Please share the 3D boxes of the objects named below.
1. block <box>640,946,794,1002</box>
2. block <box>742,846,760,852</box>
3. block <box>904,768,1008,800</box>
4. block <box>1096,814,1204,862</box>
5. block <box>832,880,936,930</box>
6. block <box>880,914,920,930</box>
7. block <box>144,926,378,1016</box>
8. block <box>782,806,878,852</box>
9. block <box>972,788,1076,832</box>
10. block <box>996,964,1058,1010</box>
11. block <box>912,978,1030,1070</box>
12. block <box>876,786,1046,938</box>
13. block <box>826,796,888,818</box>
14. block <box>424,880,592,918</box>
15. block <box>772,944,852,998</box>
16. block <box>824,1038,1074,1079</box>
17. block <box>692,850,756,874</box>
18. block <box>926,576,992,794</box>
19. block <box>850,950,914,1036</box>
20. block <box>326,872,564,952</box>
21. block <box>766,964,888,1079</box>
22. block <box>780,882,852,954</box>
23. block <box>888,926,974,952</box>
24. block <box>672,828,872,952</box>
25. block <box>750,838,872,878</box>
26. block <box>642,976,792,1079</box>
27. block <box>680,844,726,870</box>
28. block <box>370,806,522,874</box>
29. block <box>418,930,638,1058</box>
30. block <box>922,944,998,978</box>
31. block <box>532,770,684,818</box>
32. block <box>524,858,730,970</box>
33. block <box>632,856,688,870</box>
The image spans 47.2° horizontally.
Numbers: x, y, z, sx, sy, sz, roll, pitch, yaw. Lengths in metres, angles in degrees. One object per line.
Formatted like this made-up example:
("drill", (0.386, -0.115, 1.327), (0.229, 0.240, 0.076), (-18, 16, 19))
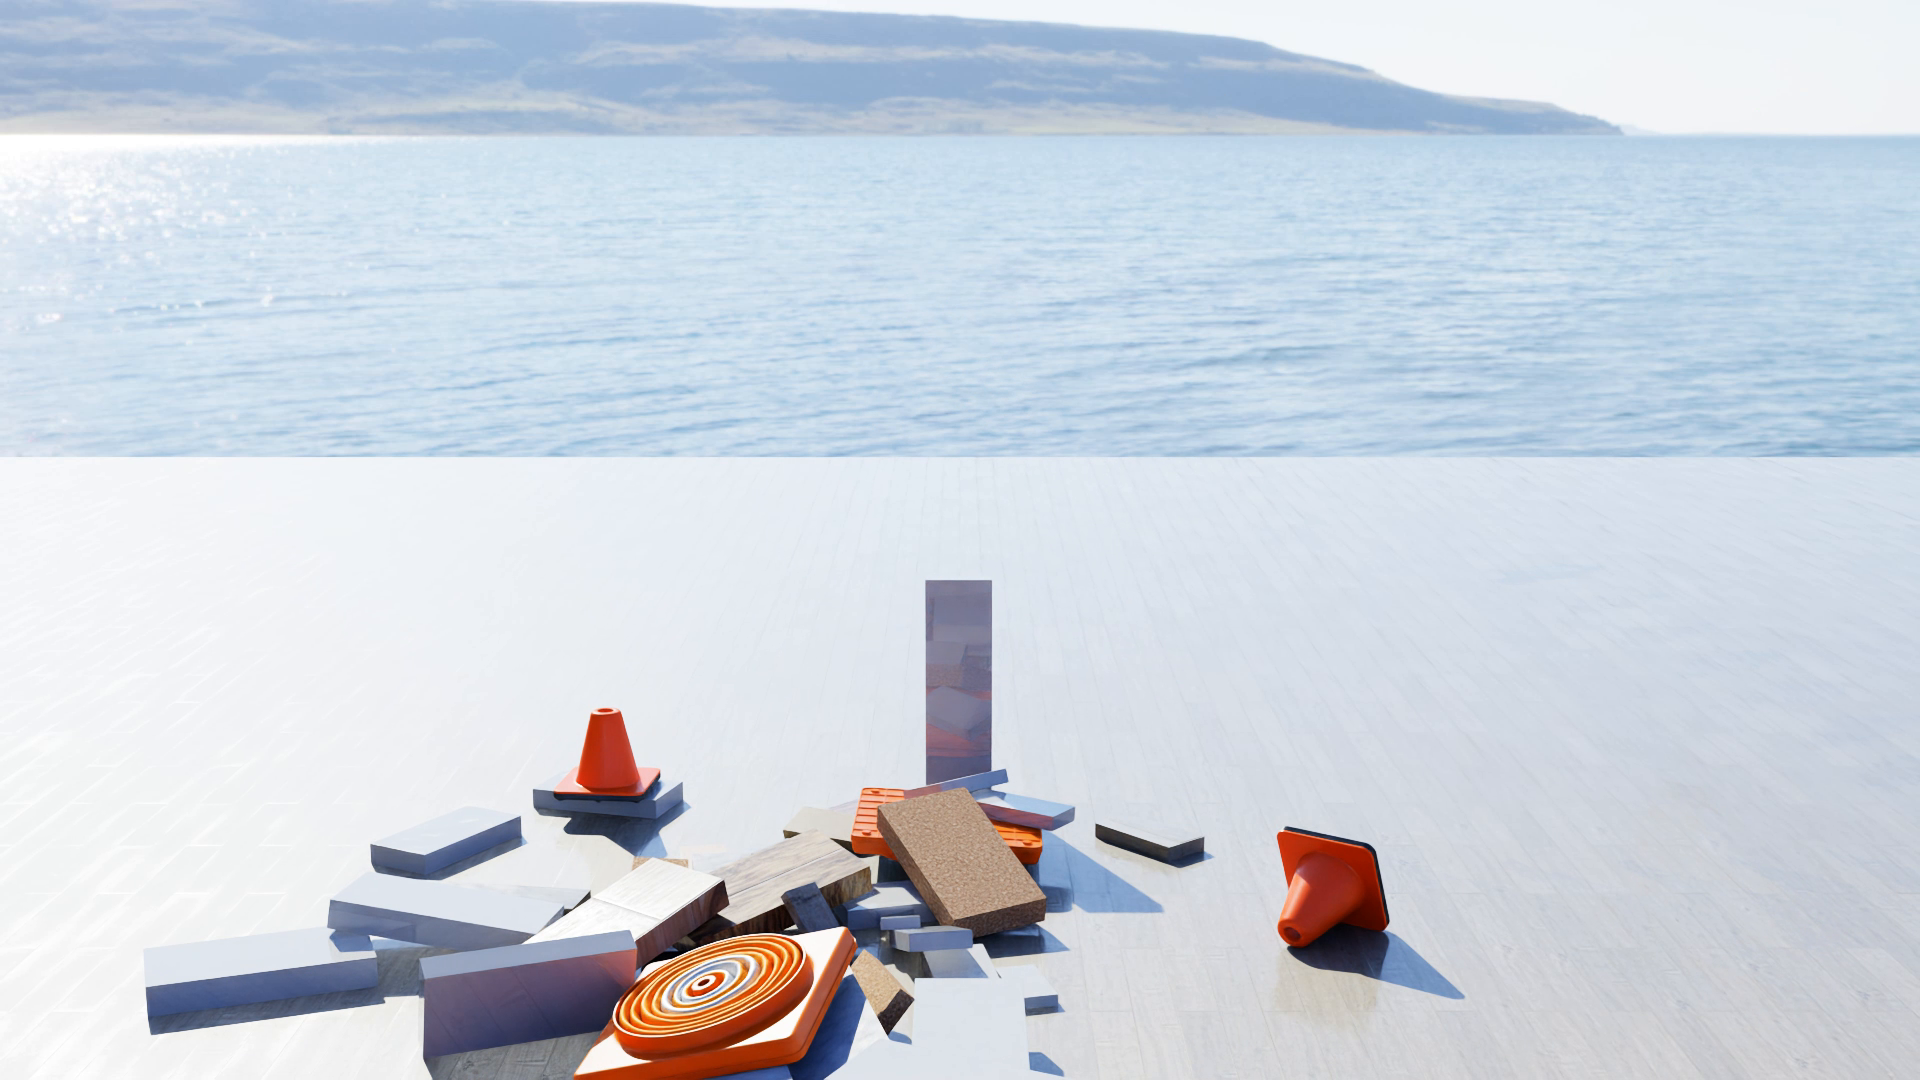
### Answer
("block", (-0.360, 0.646, 3.277), (0.228, 0.032, 0.114), (-1, 11, -6))
("block", (-0.325, 0.556, 3.806), (0.124, 0.018, 0.062), (6, 12, 28))
("block", (-0.006, 0.440, 3.925), (0.091, 0.026, 0.182), (-17, -7, 40))
("block", (0.338, 0.530, 3.924), (0.091, 0.026, 0.182), (-9, 14, -40))
("block", (-0.086, 0.590, 3.583), (0.228, 0.032, 0.114), (-3, 11, -16))
("block", (-0.093, 0.600, 3.452), (0.061, 0.017, 0.122), (-3, -8, -2))
("block", (-1.045, 0.638, 3.284), (0.323, 0.046, 0.162), (-4, 11, -21))
("block", (-0.232, 0.517, 3.939), (0.152, 0.022, 0.076), (5, 30, 27))
("block", (0.100, 0.472, 3.856), (0.182, 0.026, 0.091), (8, 9, 27))
("block", (0.097, 0.659, 3.248), (0.061, 0.017, 0.122), (-3, 11, -15))
("block", (0.013, 0.682, 2.830), (0.150, 0.043, 0.518), (0, 11, 0))
("block", (-0.002, 0.525, 3.592), (0.161, 0.046, 0.321), (-10, 31, -22))
("block", (-0.201, 0.508, 4.053), (0.076, 0.022, 0.152), (10, 14, 42))
("block", (-0.762, 0.591, 3.594), (0.302, 0.026, 0.092), (2, 11, 9))
("block", (-0.210, 0.641, 3.238), (0.122, 0.061, 0.017), (-9, -28, -40))
("block", (-0.001, 0.674, 2.643), (0.301, 0.043, 0.150), (5, 12, 27))
("block", (-0.377, 0.574, 3.605), (0.114, 0.032, 0.228), (-2, 16, -9))
("block", (-0.002, 0.280, 4.173), (0.126, 0.425, 0.036), (0, 11, 0))
("block", (-0.129, 0.646, 3.083), (0.027, 0.095, 0.191), (39, -6, -18))
("block", (-0.797, 0.585, 3.421), (0.323, 0.046, 0.162), (9, 7, 4))
("block", (-0.177, 0.674, 2.934), (0.150, 0.043, 0.301), (-28, 16, -8))
("block", (-0.221, 0.591, 3.391), (0.061, 0.122, 0.017), (-11, -29, -45))
("block", (-0.046, 0.606, 3.346), (0.095, 0.027, 0.191), (-1, -8, -11))
("block", (-0.318, 0.562, 3.479), (0.321, 0.046, 0.161), (-20, 27, -32))
("block", (-0.247, 0.542, 3.629), (0.184, 0.026, 0.092), (14, 17, 35))
("block", (-0.317, 0.689, 2.891), (0.162, 0.046, 0.365), (-19, 14, -10))
("block", (-0.436, 0.559, 3.779), (0.076, 0.022, 0.152), (-2, 11, -12))
("block", (-0.908, 0.530, 3.896), (0.126, 0.036, 0.251), (6, 12, 28))
("block", (-0.600, 0.629, 3.050), (0.291, 0.145, 0.041), (-4, 33, -22))
("block", (0.004, 0.650, 3.270), (0.095, 0.027, 0.191), (-2, 11, -9))
("block", (-0.665, 0.481, 4.160), (0.251, 0.036, 0.126), (3, 11, 16))
("block", (-0.520, 0.592, 3.322), (0.161, 0.046, 0.321), (8, 28, 39))
("block", (-0.496, 0.574, 3.606), (0.092, 0.026, 0.184), (3, 17, -5))
